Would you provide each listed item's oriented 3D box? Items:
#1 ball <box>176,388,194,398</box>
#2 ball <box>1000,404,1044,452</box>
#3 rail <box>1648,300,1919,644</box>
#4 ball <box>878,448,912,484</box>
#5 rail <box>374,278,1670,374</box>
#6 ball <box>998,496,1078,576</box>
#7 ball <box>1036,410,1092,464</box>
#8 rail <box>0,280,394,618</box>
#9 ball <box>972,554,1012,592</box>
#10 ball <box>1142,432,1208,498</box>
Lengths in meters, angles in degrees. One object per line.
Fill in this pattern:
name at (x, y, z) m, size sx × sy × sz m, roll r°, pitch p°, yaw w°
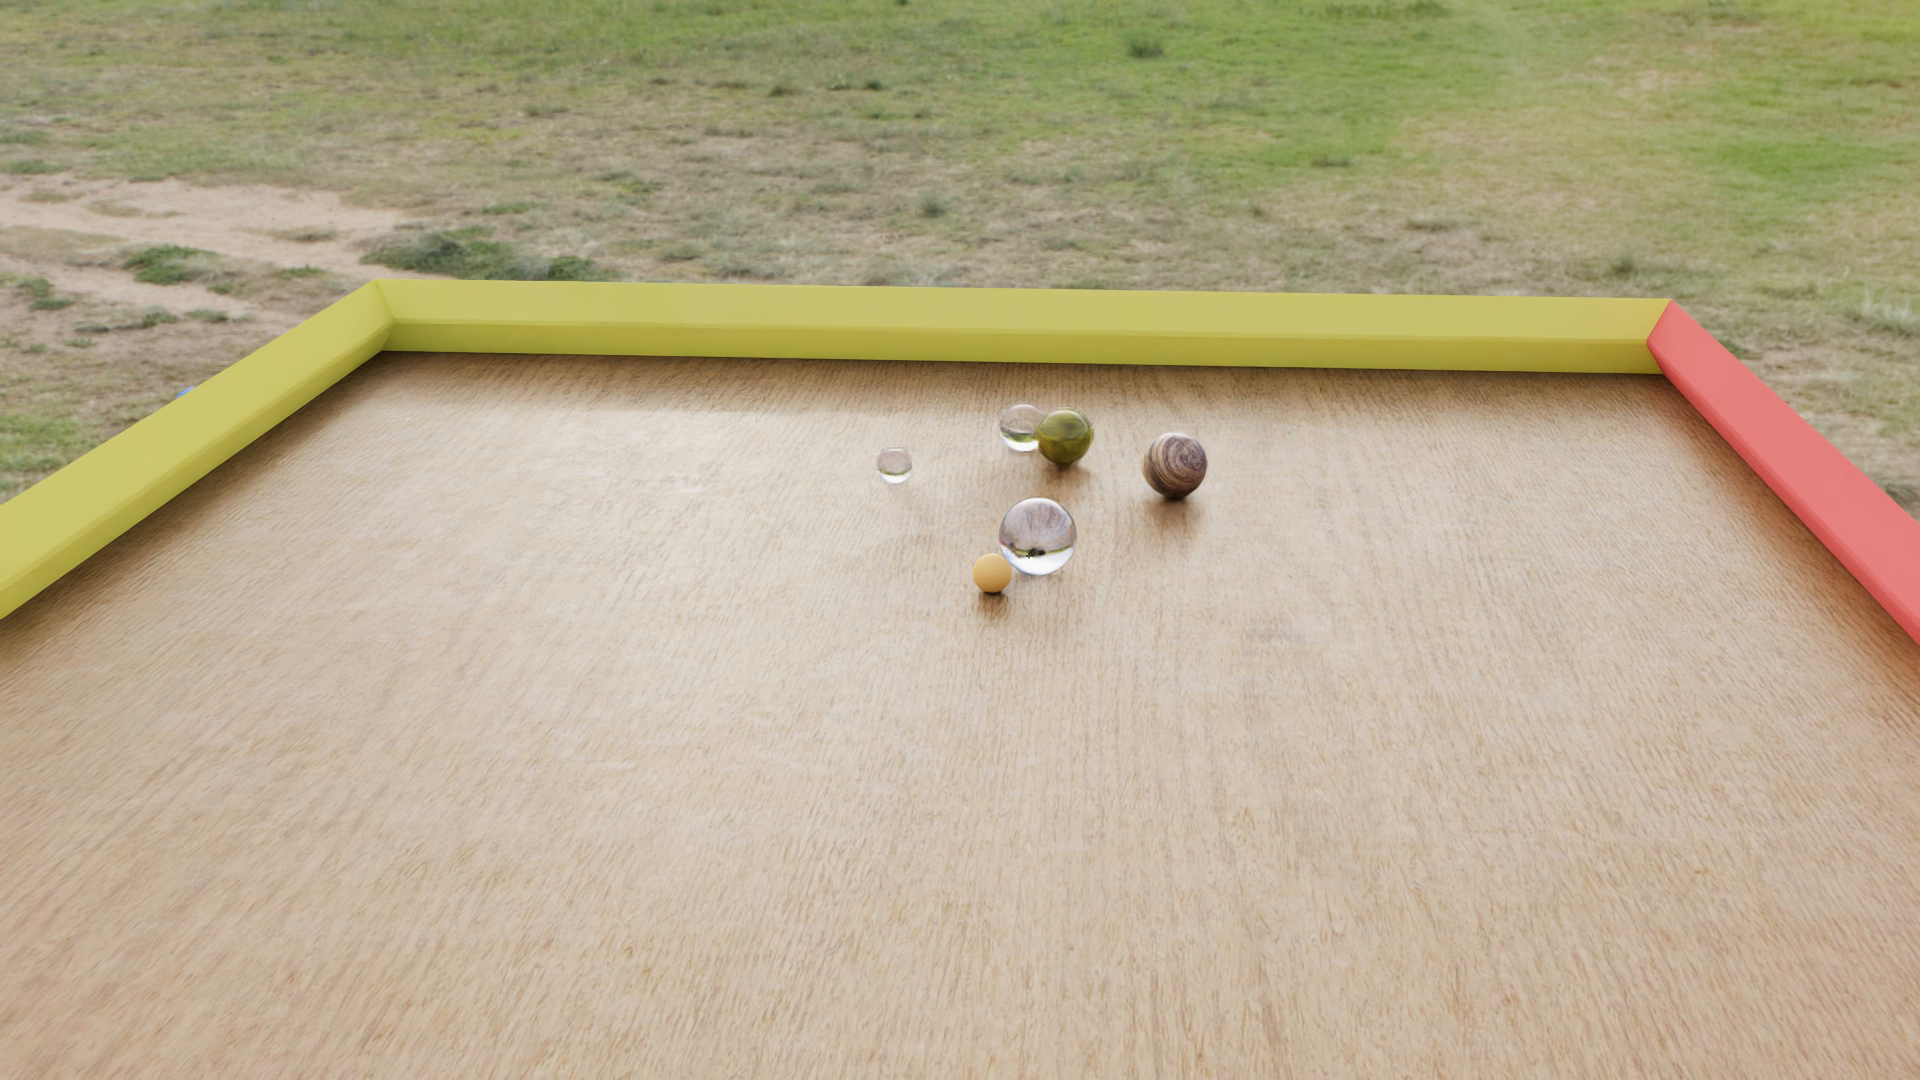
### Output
ball at (-1.448, -0.252, 4.160) m, size 0.074 × 0.074 × 0.074 m, roll 0°, pitch 18°, yaw 0°
ball at (0.094, -0.167, 3.272) m, size 0.072 × 0.072 × 0.072 m, roll 0°, pitch 18°, yaw 0°
rail at (1.004, 0.344, 1.627) m, size 0.045 × 0.127 × 4.420 m, roll 1°, pitch 18°, yaw 4°
ball at (-0.092, -0.105, 3.118) m, size 0.050 × 0.050 × 0.050 m, roll 0°, pitch 18°, yaw 0°
rail at (0.083, -0.364, 3.777) m, size 2.232 × 0.127 × 0.045 m, roll 1°, pitch 18°, yaw 4°
ball at (0.097, -0.005, 2.736) m, size 0.098 × 0.098 × 0.098 m, roll 0°, pitch 18°, yaw 0°
ball at (0.152, -0.150, 3.206) m, size 0.081 × 0.081 × 0.081 m, roll 0°, pitch 18°, yaw 0°
rail at (-1.174, 0.292, 1.786) m, size 0.045 × 0.127 × 4.420 m, roll 1°, pitch 18°, yaw 4°
ball at (0.039, 0.040, 2.679) m, size 0.048 × 0.048 × 0.048 m, roll 0°, pitch 18°, yaw 0°
ball at (0.298, -0.105, 3.050) m, size 0.091 × 0.091 × 0.091 m, roll 0°, pitch 18°, yaw 0°
